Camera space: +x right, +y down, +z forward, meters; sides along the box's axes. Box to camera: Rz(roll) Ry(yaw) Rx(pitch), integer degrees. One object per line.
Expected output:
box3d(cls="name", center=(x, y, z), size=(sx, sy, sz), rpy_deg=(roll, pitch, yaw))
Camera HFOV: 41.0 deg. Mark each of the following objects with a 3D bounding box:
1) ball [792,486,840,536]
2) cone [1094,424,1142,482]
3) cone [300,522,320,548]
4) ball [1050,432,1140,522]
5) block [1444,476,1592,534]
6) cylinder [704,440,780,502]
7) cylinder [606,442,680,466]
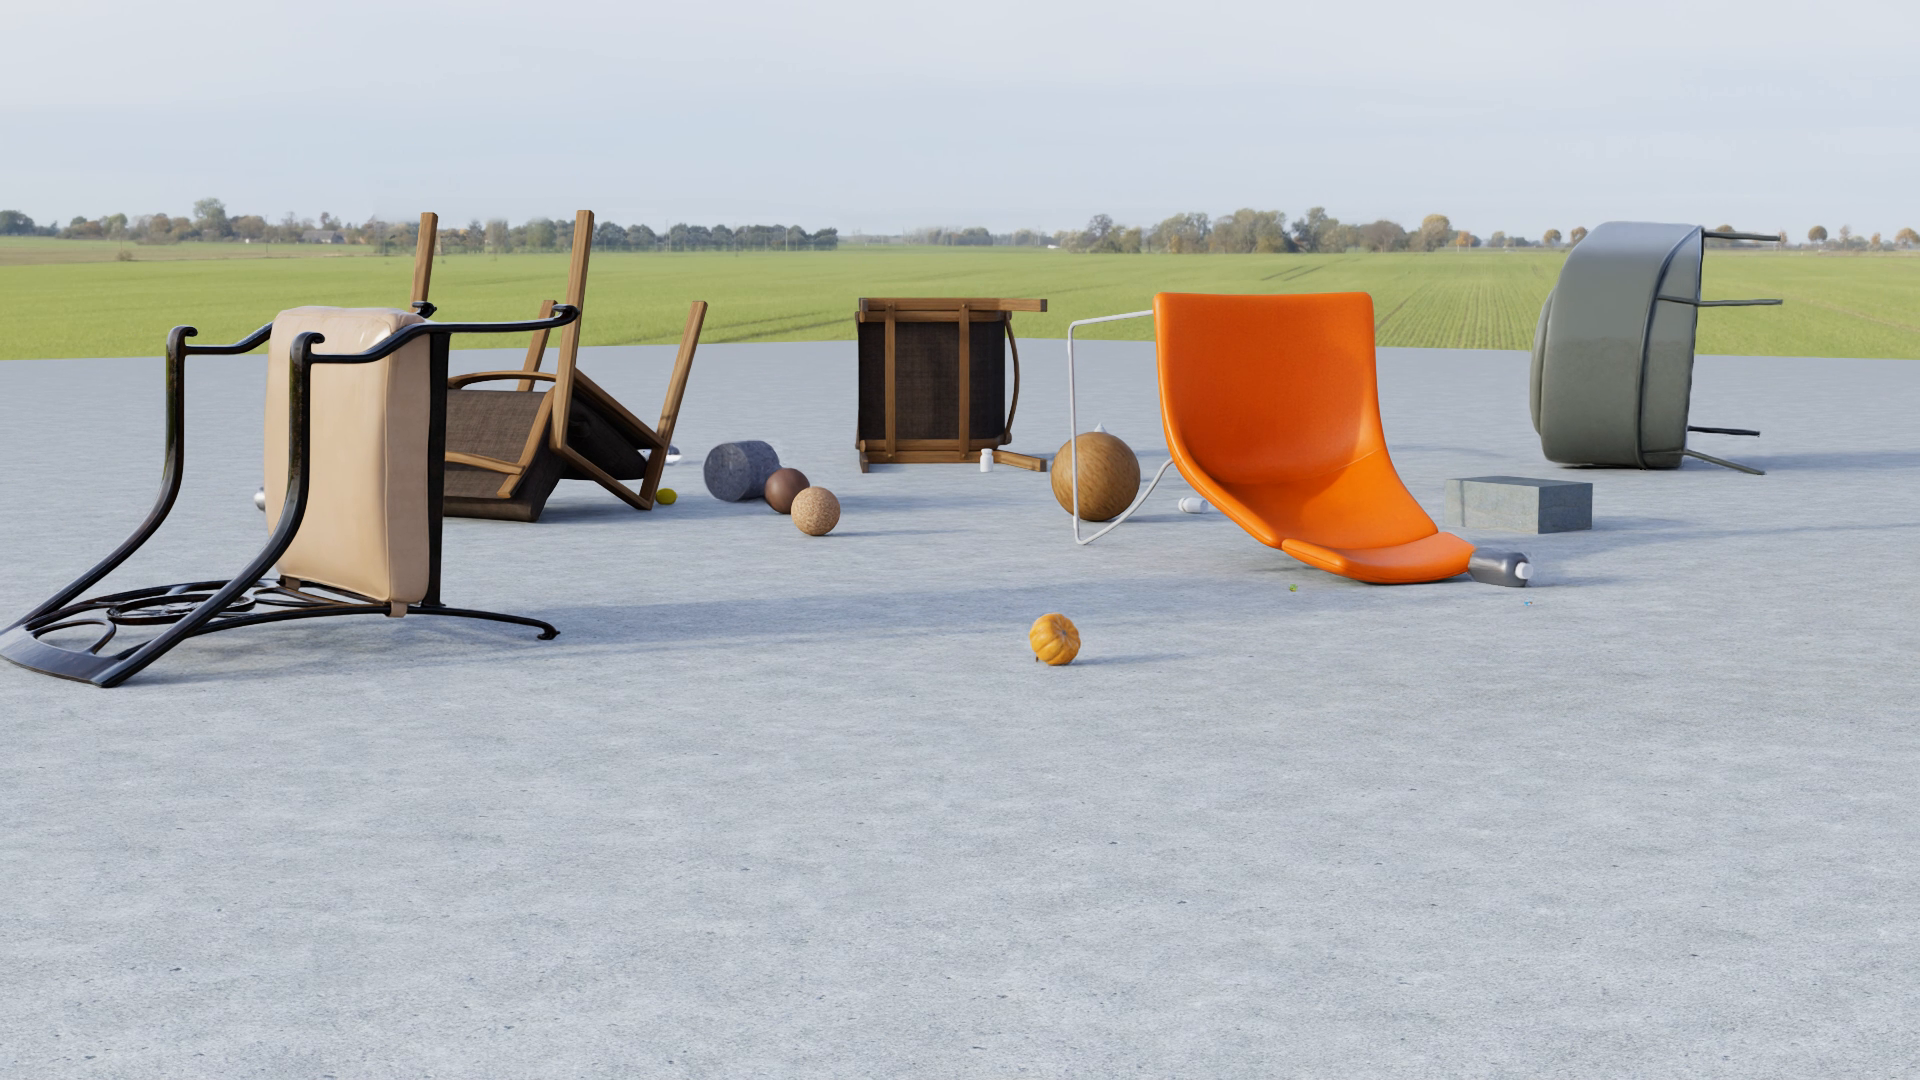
box3d(cls="ball", center=(-0.366, -0.073, 6.510), size=(0.126, 0.126, 0.126), rpy_deg=(0, 6, 0))
box3d(cls="cone", center=(0.450, -0.284, 8.242), size=(0.264, 0.189, 0.194), rpy_deg=(0, 6, 0))
box3d(cls="cone", center=(-1.588, -0.016, 6.262), size=(0.051, 0.062, 0.057), rpy_deg=(-3, 7, -27))
box3d(cls="ball", center=(0.364, -0.171, 6.887), size=(0.242, 0.242, 0.242), rpy_deg=(0, 6, 0))
box3d(cls="block", center=(1.465, -0.094, 6.734), size=(0.212, 0.121, 0.315), rpy_deg=(-4, 7, -37))
box3d(cls="cylinder", center=(-0.640, -0.202, 7.544), size=(0.162, 0.171, 0.164), rpy_deg=(9, 12, 25))
box3d(cls="cylinder", center=(-1.108, -0.301, 8.980), size=(0.192, 0.072, 0.176), rpy_deg=(7, 9, 33))
